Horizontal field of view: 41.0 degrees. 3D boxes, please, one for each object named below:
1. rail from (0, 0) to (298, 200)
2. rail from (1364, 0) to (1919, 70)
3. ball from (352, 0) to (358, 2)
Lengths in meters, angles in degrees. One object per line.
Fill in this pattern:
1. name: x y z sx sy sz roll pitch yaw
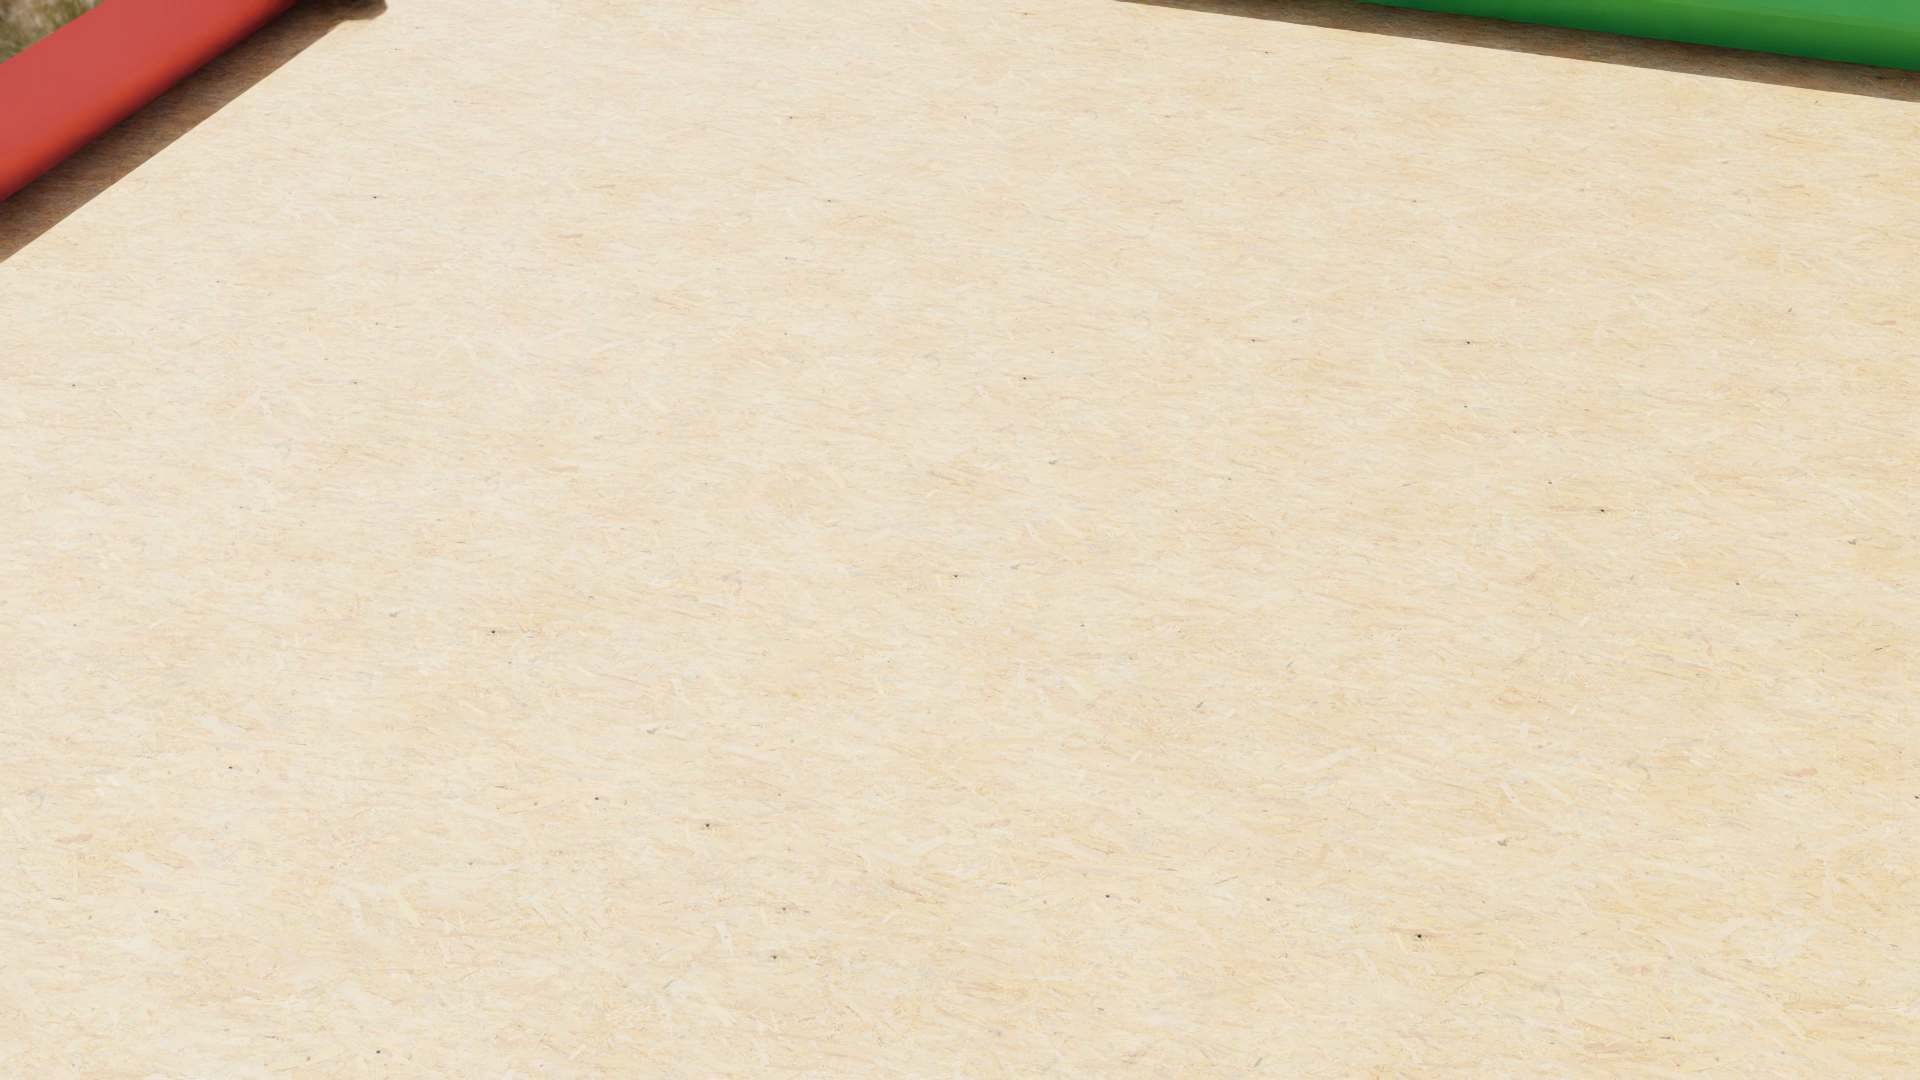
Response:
1. rail: -1.036 -0.224 2.267 0.045 0.127 2.558 11 35 16
2. rail: 1.468 -0.480 2.655 4.480 0.127 0.045 11 35 16
3. ball: -0.706 -0.659 2.986 0.062 0.062 0.062 0 33 0
